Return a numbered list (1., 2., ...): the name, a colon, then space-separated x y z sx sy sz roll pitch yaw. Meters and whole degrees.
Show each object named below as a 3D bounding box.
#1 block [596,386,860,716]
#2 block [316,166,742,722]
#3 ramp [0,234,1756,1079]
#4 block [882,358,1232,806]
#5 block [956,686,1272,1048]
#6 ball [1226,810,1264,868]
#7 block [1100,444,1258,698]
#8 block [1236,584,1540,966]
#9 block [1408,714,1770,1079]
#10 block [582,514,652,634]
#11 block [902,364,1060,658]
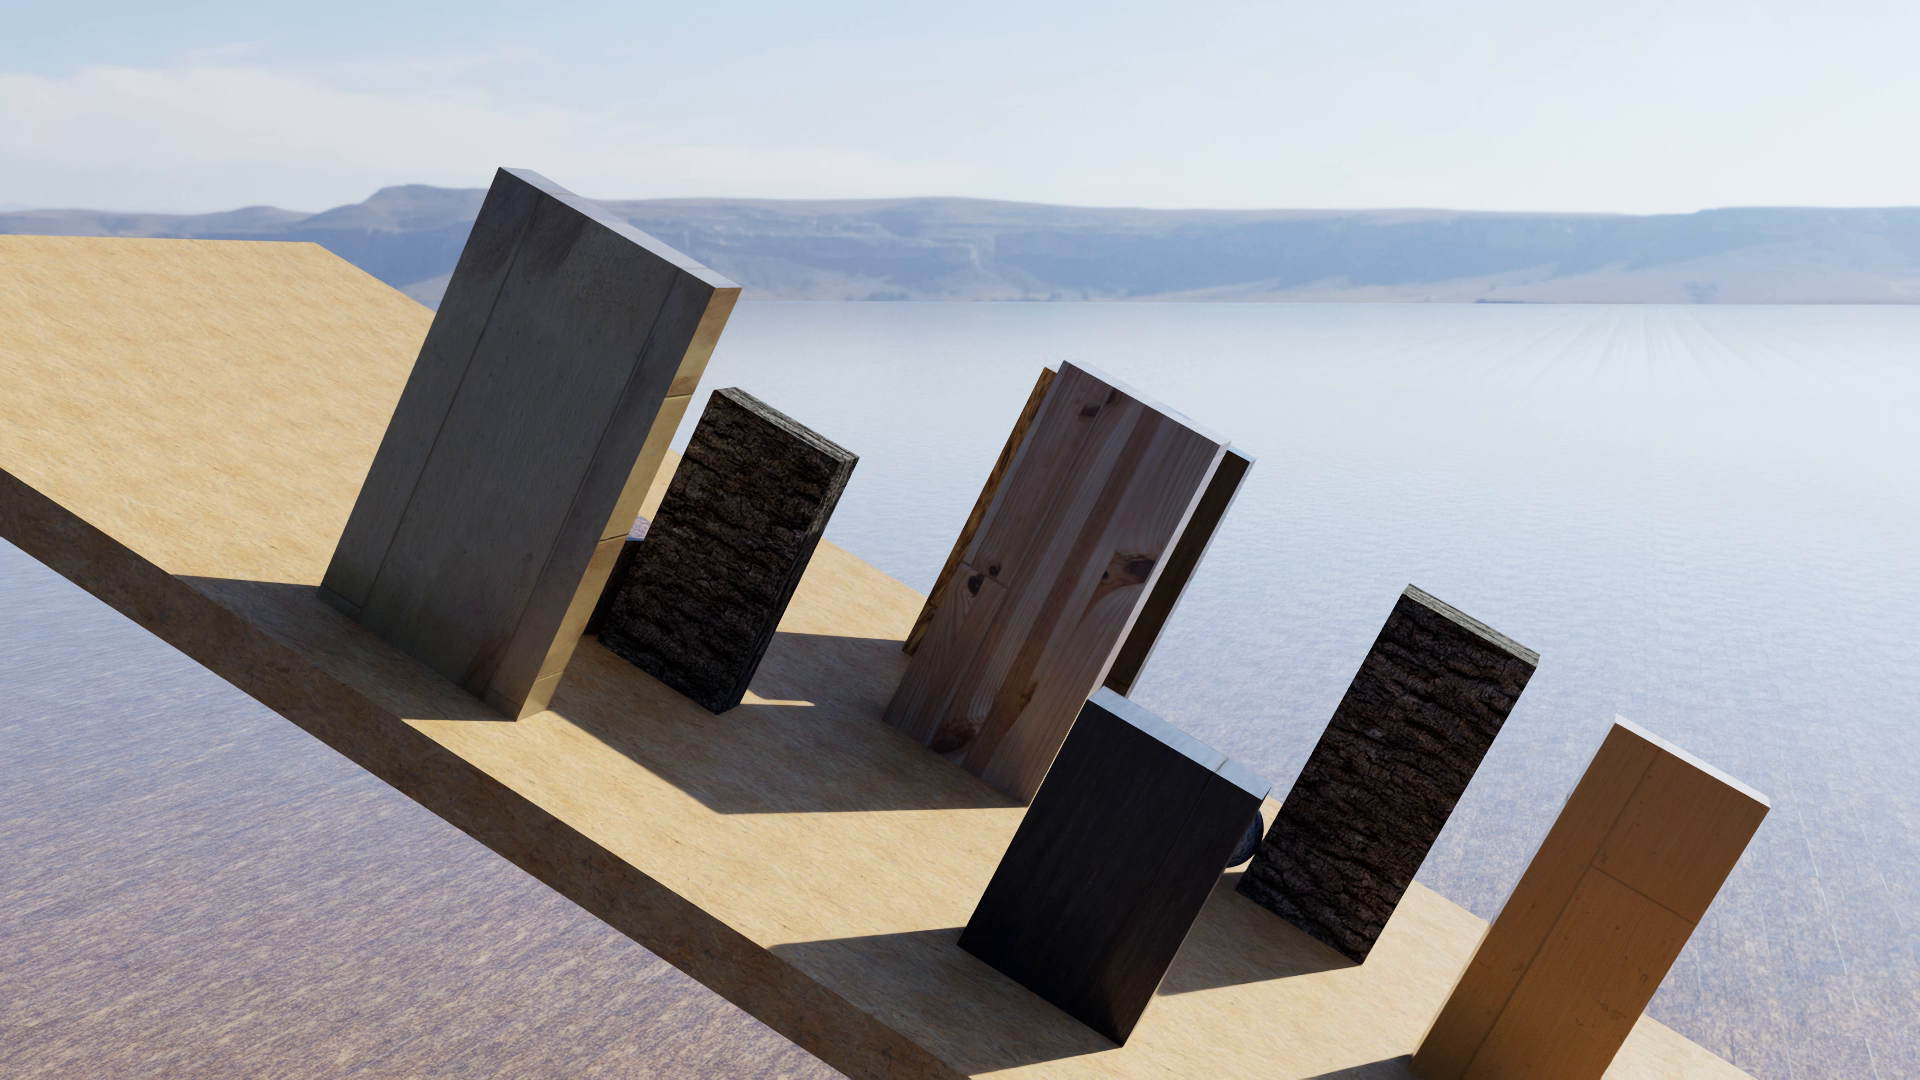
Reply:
1. block: -0.411 0.019 3.875 0.260 0.509 0.101 30 14 12
2. block: -0.684 -0.148 3.449 0.399 0.762 0.105 30 14 12
3. ramp: -0.230 0.384 4.152 4.000 0.100 2.000 30 14 12
4. block: 0.177 0.081 4.154 0.330 0.781 0.115 30 14 12
5. block: 0.238 0.505 3.414 0.302 0.455 0.111 30 14 12
6. ball: 0.517 0.565 4.322 0.160 0.160 0.160 0 7 0
7. block: 0.338 0.065 4.688 0.287 0.694 0.082 30 14 12
8. block: 0.819 0.449 4.228 0.279 0.670 0.144 30 14 12
9. block: 1.068 0.677 3.764 0.280 0.715 0.083 30 14 12
10. block: -0.677 0.037 3.979 0.194 0.194 0.194 34 15 26
11. block: 0.147 -0.007 4.626 0.247 0.682 0.117 30 14 12
